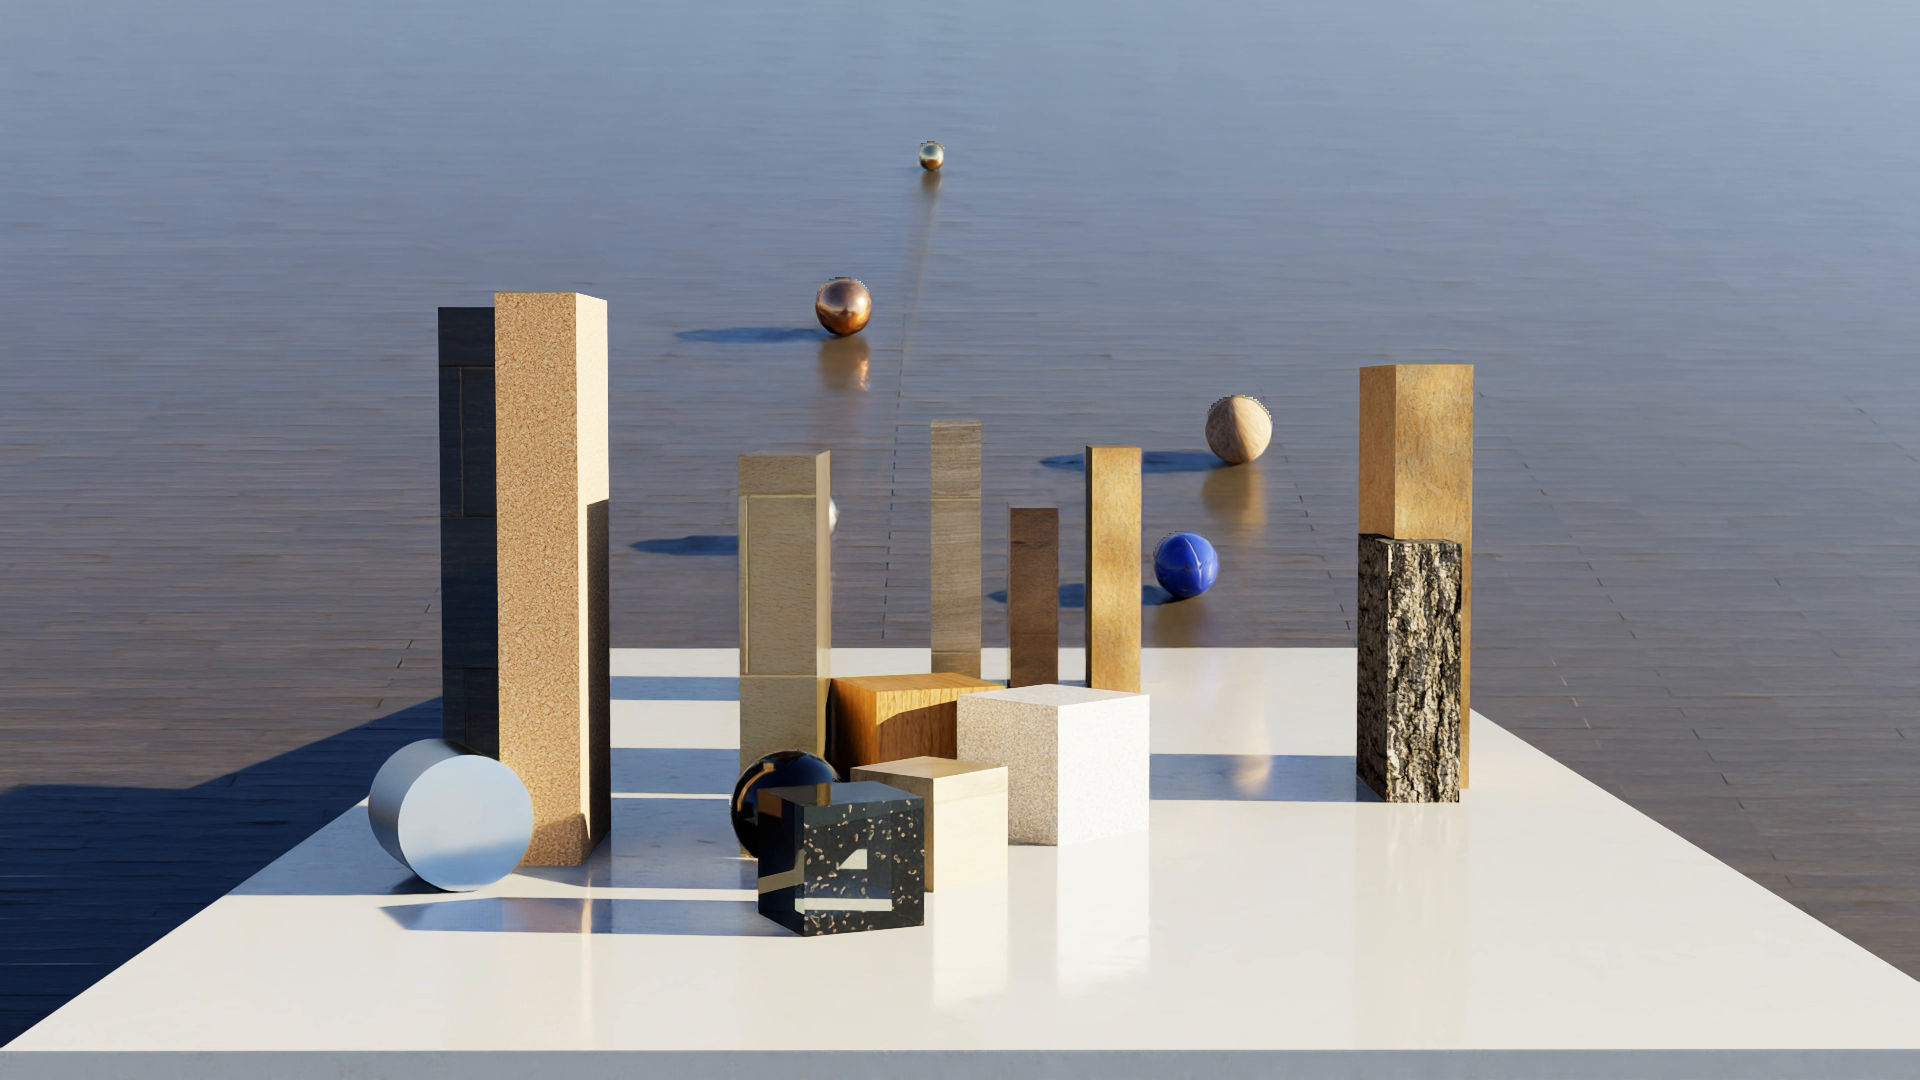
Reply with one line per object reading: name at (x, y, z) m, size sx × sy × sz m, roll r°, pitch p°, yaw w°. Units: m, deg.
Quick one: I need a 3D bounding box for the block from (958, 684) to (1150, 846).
block at (0.138, 0.329, 3.804) m, size 0.201 × 0.201 × 0.201 m, roll 3°, pitch 5°, yaw 44°

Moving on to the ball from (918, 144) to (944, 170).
ball at (-0.135, -1.800, 12.083) m, size 0.123 × 0.123 × 0.123 m, roll 0°, pitch 21°, yaw 0°

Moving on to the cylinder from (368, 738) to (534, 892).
cylinder at (-0.677, 0.362, 3.407) m, size 0.178 × 0.178 × 0.178 m, roll -10°, pitch 7°, yaw -24°

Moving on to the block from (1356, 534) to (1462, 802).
block at (0.731, 0.202, 4.199) m, size 0.115 × 0.409 × 0.306 m, roll 0°, pitch 3°, yaw 0°

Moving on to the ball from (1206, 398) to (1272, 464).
ball at (0.881, -0.347, 8.138) m, size 0.208 × 0.208 × 0.208 m, roll 0°, pitch 21°, yaw 0°

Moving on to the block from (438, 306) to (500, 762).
block at (-0.799, 0.001, 4.403) m, size 0.132 × 0.789 × 0.251 m, roll 0°, pitch 3°, yaw 0°

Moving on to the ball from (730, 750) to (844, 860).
ball at (-0.230, 0.366, 3.494) m, size 0.162 × 0.162 × 0.162 m, roll 0°, pitch 21°, yaw 0°

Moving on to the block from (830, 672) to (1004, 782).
block at (-0.067, 0.319, 3.931) m, size 0.206 × 0.206 × 0.206 m, roll -1°, pitch 4°, yaw -22°

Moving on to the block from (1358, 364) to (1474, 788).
block at (0.769, 0.051, 4.368) m, size 0.125 × 0.692 × 0.375 m, roll 0°, pitch 3°, yaw 0°

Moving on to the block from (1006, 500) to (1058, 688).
block at (0.154, 0.127, 5.518) m, size 0.100 × 0.409 × 0.344 m, roll 0°, pitch 3°, yaw 0°

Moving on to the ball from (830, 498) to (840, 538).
ball at (-0.436, -0.065, 7.449) m, size 0.170 × 0.170 × 0.170 m, roll 0°, pitch 21°, yaw 0°

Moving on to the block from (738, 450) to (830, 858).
block at (-0.253, 0.152, 3.760) m, size 0.107 × 0.559 × 0.393 m, roll 0°, pitch 3°, yaw 0°

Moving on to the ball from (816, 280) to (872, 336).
ball at (-0.428, -0.857, 9.481) m, size 0.208 × 0.208 × 0.208 m, roll 0°, pitch 21°, yaw 0°

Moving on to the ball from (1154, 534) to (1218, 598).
ball at (0.624, 0.070, 7.084) m, size 0.178 × 0.178 × 0.178 m, roll 0°, pitch 21°, yaw 0°

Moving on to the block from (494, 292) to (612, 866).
block at (-0.574, 0.047, 3.650) m, size 0.110 × 0.782 × 0.306 m, roll 0°, pitch 3°, yaw 0°

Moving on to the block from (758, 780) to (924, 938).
block at (-0.147, 0.388, 3.154) m, size 0.156 × 0.156 × 0.156 m, roll -2°, pitch 4°, yaw -25°

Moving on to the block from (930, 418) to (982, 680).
block at (-0.007, 0.097, 4.366) m, size 0.081 × 0.602 × 0.432 m, roll 0°, pitch 3°, yaw 0°

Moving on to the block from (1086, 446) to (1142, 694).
block at (0.335, 0.060, 5.639) m, size 0.105 × 0.529 × 0.274 m, roll 0°, pitch 3°, yaw 0°

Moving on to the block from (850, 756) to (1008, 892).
block at (-0.041, 0.377, 3.427) m, size 0.149 × 0.149 × 0.149 m, roll 3°, pitch 4°, yaw 41°

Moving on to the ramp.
ramp at (0.048, 0.438, 4.532) m, size 2.000 × 0.100 × 4.000 m, roll 0°, pitch 3°, yaw 0°
